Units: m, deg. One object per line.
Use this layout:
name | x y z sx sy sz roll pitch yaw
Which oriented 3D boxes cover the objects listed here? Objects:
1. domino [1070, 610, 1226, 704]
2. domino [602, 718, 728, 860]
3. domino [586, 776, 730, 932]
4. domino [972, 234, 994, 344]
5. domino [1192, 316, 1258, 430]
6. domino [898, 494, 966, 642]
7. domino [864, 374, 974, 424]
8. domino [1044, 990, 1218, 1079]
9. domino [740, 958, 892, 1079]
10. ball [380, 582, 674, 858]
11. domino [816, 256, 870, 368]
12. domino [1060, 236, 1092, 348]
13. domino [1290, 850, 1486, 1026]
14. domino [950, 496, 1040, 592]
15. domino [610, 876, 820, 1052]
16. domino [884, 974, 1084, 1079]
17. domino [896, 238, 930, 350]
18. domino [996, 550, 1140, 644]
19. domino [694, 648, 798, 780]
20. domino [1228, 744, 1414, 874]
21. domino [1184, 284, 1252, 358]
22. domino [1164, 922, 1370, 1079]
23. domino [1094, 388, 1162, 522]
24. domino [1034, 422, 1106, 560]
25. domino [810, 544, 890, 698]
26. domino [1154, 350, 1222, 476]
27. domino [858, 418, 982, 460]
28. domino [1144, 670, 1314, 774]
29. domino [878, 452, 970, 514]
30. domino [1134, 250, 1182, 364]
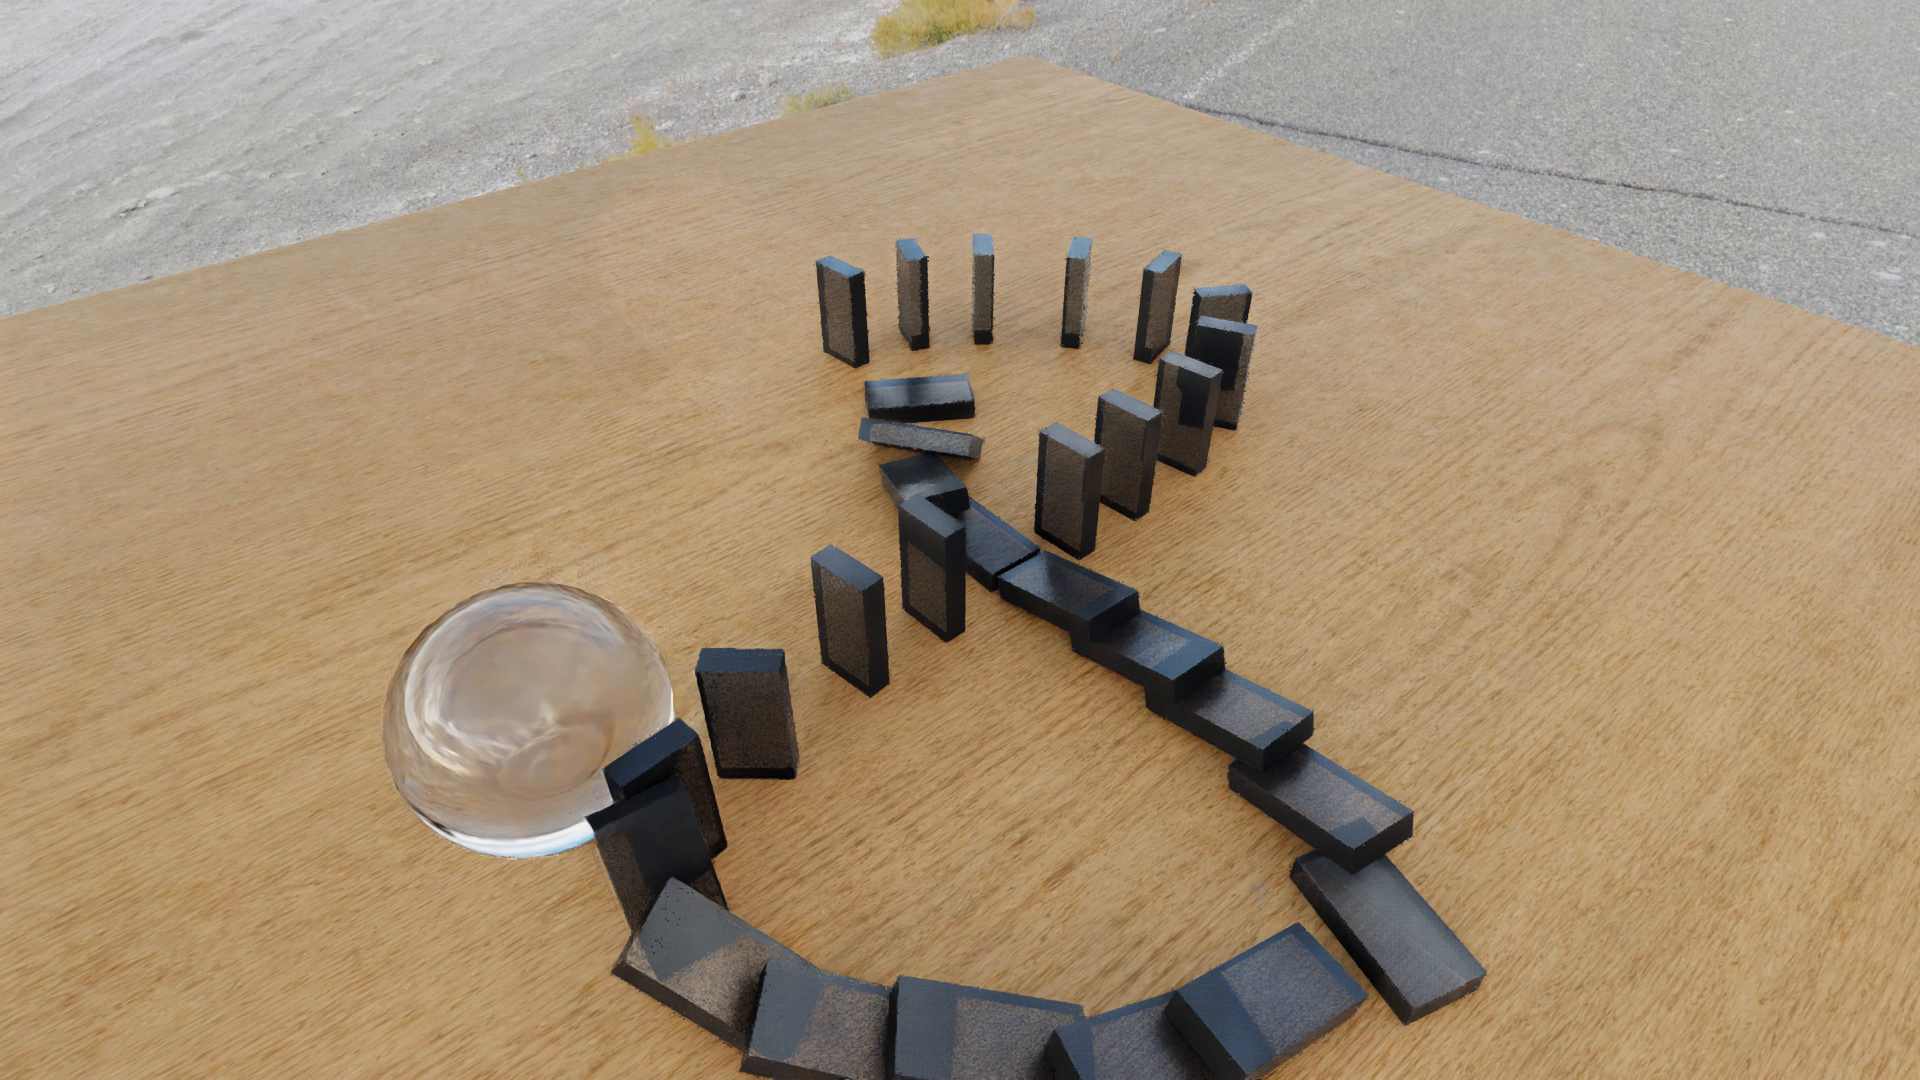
domino | 0.065 0.038 0.387 0.025 0.009 0.050 -27 31 -29
domino | -0.084 0.078 0.316 0.009 0.050 0.025 29 48 34
domino | -0.080 0.092 0.299 0.025 0.050 0.009 -23 21 -25
domino | 0.012 -0.130 0.570 0.010 0.050 0.025 -1 39 -2
domino | 0.119 -0.076 0.504 0.025 0.050 0.009 14 41 16
domino | -0.010 0.011 0.398 0.009 0.050 0.025 -30 48 -31
domino | -0.020 -0.067 0.525 0.050 0.010 0.025 -5 40 -6
domino | 0.049 0.130 0.276 0.050 0.010 0.025 -4 37 -28
domino | -0.028 0.125 0.278 0.050 0.009 0.025 18 38 -10
ball | -0.125 0.052 0.324 0.080 0.080 0.080 0 39 0
domino | -0.059 -0.114 0.550 0.025 0.050 0.009 32 49 33
domino | 0.060 -0.127 0.567 0.009 0.050 0.025 8 40 10
domino | 0.120 0.108 0.311 0.025 0.010 0.050 -16 42 -18
domino | 0.006 0.000 0.444 0.025 0.010 0.050 -28 47 -29
domino | -0.062 0.112 0.285 0.050 0.010 0.025 36 41 -11
domino | 0.007 0.127 0.276 0.050 0.010 0.025 14 38 -11
domino | -0.024 -0.126 0.565 0.010 0.050 0.025 -11 41 -14
domino | 0.040 0.020 0.409 0.025 0.010 0.050 -27 32 -29
domino | -0.066 0.055 0.344 0.025 0.050 0.009 0 39 0
domino | 0.109 0.079 0.337 0.025 0.010 0.050 -21 29 -24
domino | 0.123 -0.097 0.530 0.025 0.050 0.009 -6 40 -7
domino | 0.080 0.120 0.285 0.050 0.009 0.025 -10 40 -36
domino | 0.068 -0.035 0.454 0.025 0.050 0.009 32 49 33
domino | 0.043 -0.019 0.434 0.009 0.050 0.025 -31 48 -32
domino | -0.037 0.028 0.377 0.025 0.050 0.009 30 48 31
domino | 0.097 -0.054 0.478 0.025 0.050 0.009 28 47 30
domino | -0.017 -0.045 0.487 0.050 0.009 0.025 10 2 12
domino | 0.089 0.056 0.365 0.025 0.009 0.050 -27 33 -29
domino | -0.016 -0.023 0.459 0.025 0.010 0.050 -15 24 -12
domino | 0.099 -0.117 0.555 0.010 0.050 0.025 21 44 24
